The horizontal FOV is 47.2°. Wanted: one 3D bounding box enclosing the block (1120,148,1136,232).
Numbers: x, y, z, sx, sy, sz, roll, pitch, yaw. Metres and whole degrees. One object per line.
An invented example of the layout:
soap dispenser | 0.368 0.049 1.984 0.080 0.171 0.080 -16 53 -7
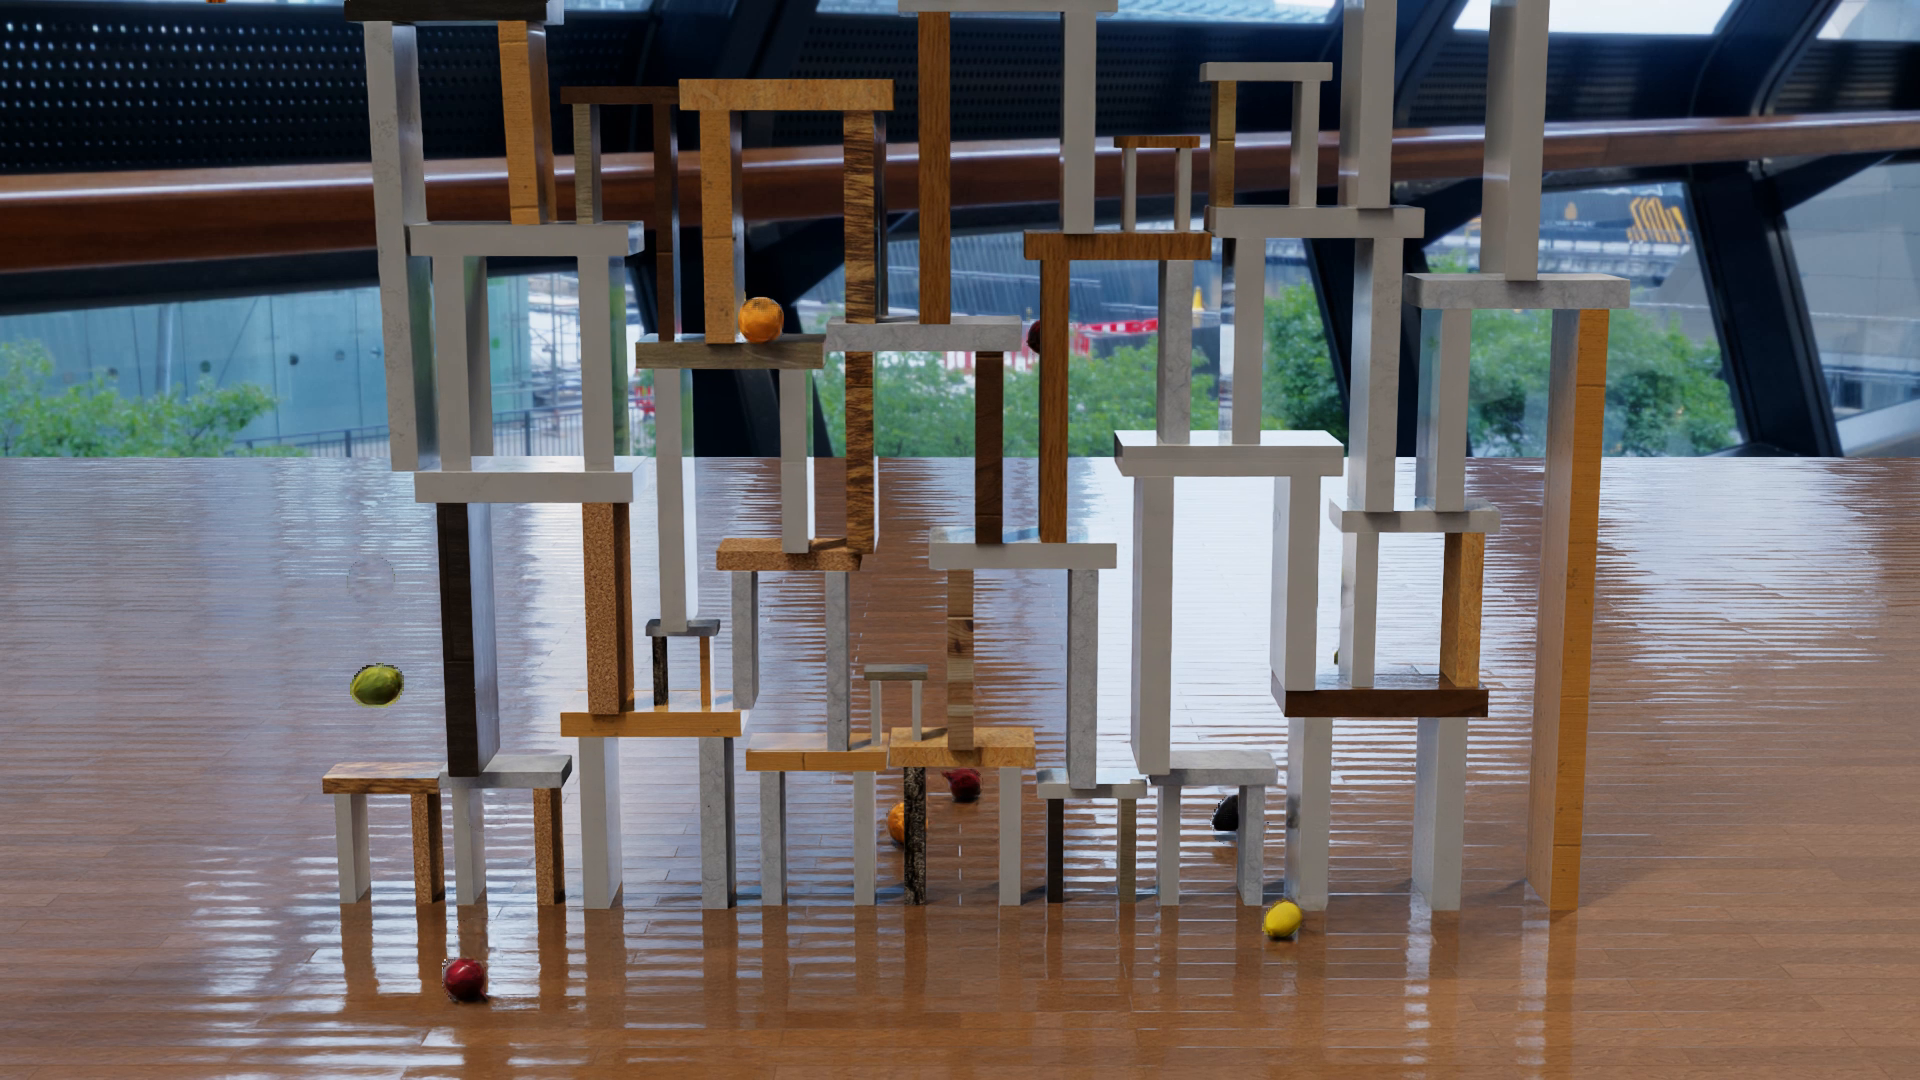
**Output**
block | 0.265 -0.551 3.461 0.018 0.130 0.065 0 11 0

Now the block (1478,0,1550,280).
block | 0.865 -0.642 3.436 0.049 0.458 0.174 0 11 0

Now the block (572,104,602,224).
block | -0.583 -0.590 3.448 0.026 0.184 0.092 0 11 0

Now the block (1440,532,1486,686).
block | 0.816 0.101 3.576 0.036 0.252 0.126 0 11 0

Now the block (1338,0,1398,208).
block | 0.634 -0.696 3.426 0.049 0.348 0.174 0 11 0

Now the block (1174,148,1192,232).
block | 0.351 -0.552 3.461 0.018 0.130 0.065 0 11 -1

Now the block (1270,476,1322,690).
block | 0.542 0.054 3.566 0.049 0.346 0.173 0 10 0

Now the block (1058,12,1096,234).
block | 0.183 -0.651 3.439 0.047 0.333 0.166 0 11 0

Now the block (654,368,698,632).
block | -0.458 -0.074 3.550 0.042 0.422 0.147 0 11 0

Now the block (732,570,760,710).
block | -0.350 0.151 3.590 0.032 0.228 0.114 0 11 0

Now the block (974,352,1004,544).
block | 0.046 -0.158 3.525 0.043 0.304 0.152 0 11 0

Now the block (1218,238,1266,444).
block | 0.447 -0.322 3.495 0.046 0.321 0.161 0 11 -1

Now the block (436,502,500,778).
block | -0.801 0.146 3.588 0.049 0.449 0.172 0 11 0

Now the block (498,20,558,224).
block | -0.675 -0.651 3.439 0.043 0.306 0.153 -2 11 0

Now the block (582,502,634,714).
block | -0.571 0.094 3.579 0.049 0.344 0.172 0 10 0

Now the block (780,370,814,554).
block | -0.261 -0.137 3.538 0.042 0.293 0.147 0 11 0

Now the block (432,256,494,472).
block | -0.792 -0.288 3.510 0.048 0.337 0.168 0 11 0

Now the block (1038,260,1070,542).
block | 0.149 -0.227 3.514 0.041 0.445 0.144 0 11 0

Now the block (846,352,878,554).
block | -0.157 -0.149 3.527 0.043 0.322 0.152 0 11 0

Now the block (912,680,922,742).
block | -0.071 0.274 3.612 0.015 0.103 0.051 0 11 0

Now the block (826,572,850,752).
block | -0.199 0.186 3.597 0.032 0.299 0.114 0 11 0

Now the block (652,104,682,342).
block | -0.461 -0.500 3.462 0.026 0.365 0.092 0 11 -1

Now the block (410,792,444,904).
block | -0.884 0.498 3.652 0.027 0.187 0.094 0 11 0

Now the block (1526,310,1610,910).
block | 0.986 0.108 3.582 0.045 0.979 0.160 0 11 0

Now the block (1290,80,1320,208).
block | 0.539 -0.619 3.440 0.027 0.193 0.096 0 11 0

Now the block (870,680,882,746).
block | -0.138 0.279 3.613 0.015 0.111 0.051 -1 11 0

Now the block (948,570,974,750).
block | 0.001 0.179 3.592 0.042 0.298 0.149 0 11 0

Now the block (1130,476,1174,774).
block | 0.311 0.123 3.574 0.049 0.484 0.173 0 11 0

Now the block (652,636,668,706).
block | -0.490 0.207 3.596 0.016 0.115 0.058 0 11 0

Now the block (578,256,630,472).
block | -0.567 -0.288 3.510 0.048 0.337 0.168 0 11 0

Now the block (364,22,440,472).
block | -0.879 -0.461 3.473 0.043 0.690 0.153 -1 11 0

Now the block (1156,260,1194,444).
block | 0.340 -0.304 3.495 0.041 0.287 0.144 0 11 0

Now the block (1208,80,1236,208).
block | 0.410 -0.619 3.440 0.027 0.193 0.096 0 11 0

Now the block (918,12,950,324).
block | -0.039 -0.583 3.452 0.047 0.472 0.167 0 11 0

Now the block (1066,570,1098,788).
block | 0.200 0.211 3.598 0.042 0.363 0.149 0 11 0

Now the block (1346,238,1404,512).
block | 0.661 -0.269 3.509 0.046 0.429 0.161 0 11 0

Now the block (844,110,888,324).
block | -0.148 -0.511 3.465 0.046 0.326 0.163 1 11 5

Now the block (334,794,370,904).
block | -1.008 0.498 3.652 0.027 0.187 0.094 0 11 0

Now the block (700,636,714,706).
block | -0.413 0.207 3.596 0.016 0.115 0.058 0 11 0

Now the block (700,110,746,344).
block | -0.373 -0.496 3.467 0.046 0.356 0.163 0 11 1

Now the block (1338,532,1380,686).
block | 0.648 0.101 3.576 0.036 0.252 0.126 0 11 0

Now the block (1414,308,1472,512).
block | 0.773 -0.216 3.521 0.045 0.319 0.160 0 10 0
